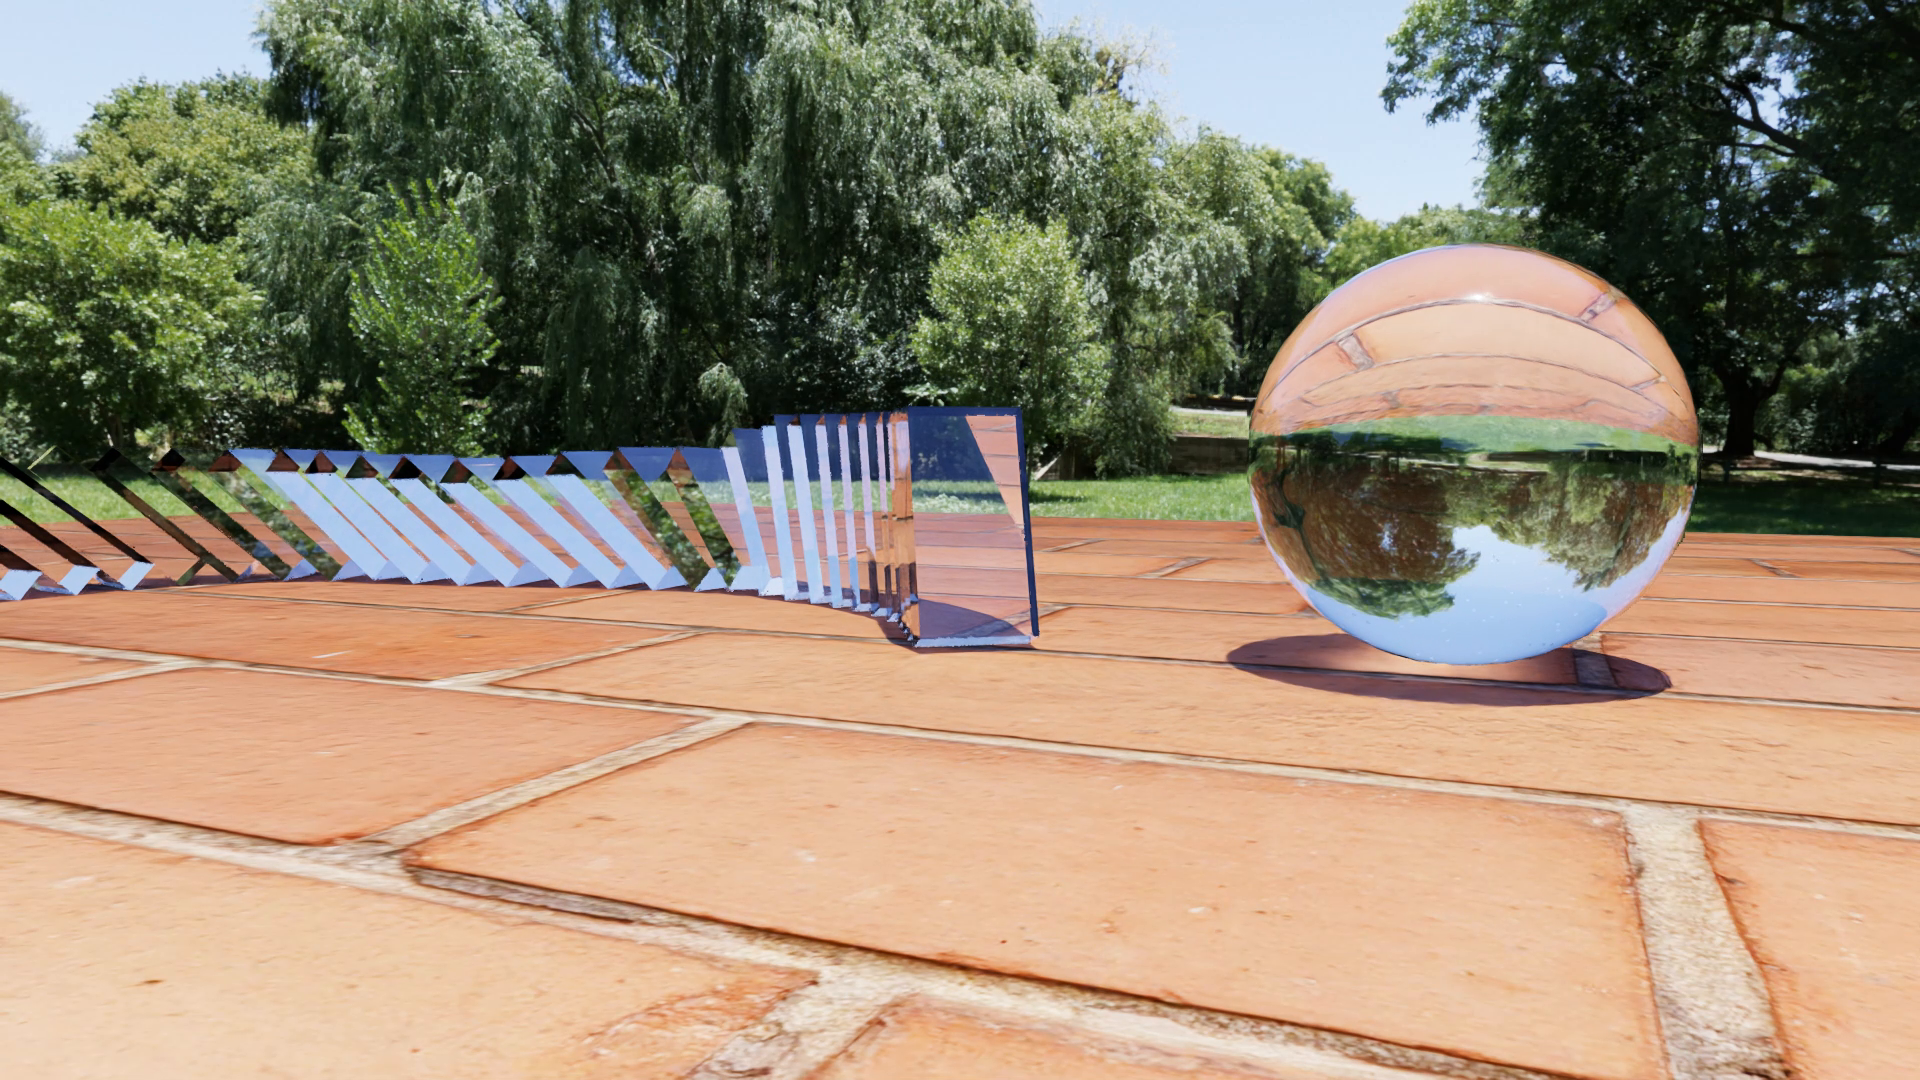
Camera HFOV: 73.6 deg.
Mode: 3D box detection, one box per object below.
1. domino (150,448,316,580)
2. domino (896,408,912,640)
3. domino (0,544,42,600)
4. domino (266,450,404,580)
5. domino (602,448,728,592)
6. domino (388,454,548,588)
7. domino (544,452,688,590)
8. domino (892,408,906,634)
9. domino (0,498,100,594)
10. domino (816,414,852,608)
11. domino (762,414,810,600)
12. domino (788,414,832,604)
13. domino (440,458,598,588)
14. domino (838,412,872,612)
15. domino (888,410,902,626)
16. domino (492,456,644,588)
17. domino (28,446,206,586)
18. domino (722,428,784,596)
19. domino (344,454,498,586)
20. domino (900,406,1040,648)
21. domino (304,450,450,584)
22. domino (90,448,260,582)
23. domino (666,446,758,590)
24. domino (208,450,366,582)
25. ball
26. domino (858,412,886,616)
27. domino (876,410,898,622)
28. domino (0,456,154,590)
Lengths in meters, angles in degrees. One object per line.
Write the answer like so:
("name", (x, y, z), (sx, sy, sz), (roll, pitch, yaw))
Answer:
("domino", (-0.225, -0.008, 0.404), (0.050, 0.009, 0.025), (42, -2, -7))
("domino", (0.000, -0.004, 0.283), (0.025, 0.050, 0.010), (-1, -14, -11))
("domino", (-0.274, -0.003, 0.338), (0.025, 0.009, 0.050), (2, -35, 25))
("domino", (-0.193, -0.009, 0.409), (0.050, 0.009, 0.025), (43, 10, 7))
("domino", (-0.083, -0.007, 0.385), (0.050, 0.010, 0.025), (49, 25, 19))
("domino", (-0.148, -0.007, 0.395), (0.050, 0.009, 0.025), (40, 11, 6))
("domino", (-0.099, -0.007, 0.388), (0.050, 0.009, 0.025), (44, 17, 12))
("domino", (-0.001, -0.005, 0.293), (0.025, 0.050, 0.010), (-1, -14, -11))
("domino", (-0.268, -0.004, 0.354), (0.025, 0.010, 0.050), (3, -37, 33))
("domino", (-0.023, -0.008, 0.340), (0.025, 0.050, 0.009), (-2, -14, -21))
("domino", (-0.039, -0.009, 0.356), (0.025, 0.050, 0.009), (-3, -13, -30))
("domino", (-0.031, -0.009, 0.349), (0.025, 0.050, 0.010), (-2, -13, -29))
("domino", (-0.132, -0.006, 0.394), (0.050, 0.009, 0.025), (39, 11, 7))
("domino", (-0.016, -0.008, 0.331), (0.025, 0.050, 0.009), (-1, -14, -17))
("domino", (-0.003, -0.005, 0.303), (0.025, 0.050, 0.009), (-1, -14, -11))
("domino", (-0.115, -0.006, 0.391), (0.050, 0.009, 0.025), (41, 14, 10))
("domino", (-0.251, -0.007, 0.383), (0.025, 0.010, 0.050), (6, -38, 53))
("domino", (-0.050, -0.009, 0.370), (0.025, 0.050, 0.009), (-1, -31, -33))
("domino", (-0.163, -0.007, 0.398), (0.050, 0.010, 0.025), (41, 11, 7))
("domino", (0.002, -0.003, 0.273), (0.025, 0.050, 0.009), (-1, -14, -11))
("domino", (-0.179, -0.008, 0.404), (0.050, 0.009, 0.025), (43, 11, 7))
("domino", (-0.240, -0.008, 0.396), (0.050, 0.010, 0.025), (44, -11, -16))
("domino", (-0.066, -0.007, 0.382), (0.025, 0.010, 0.050), (1, 45, -43))
("domino", (-0.209, -0.008, 0.407), (0.050, 0.010, 0.025), (42, 3, -2))
("ball", (0.096, -0.016, 0.245), (0.080, 0.080, 0.080), (0, 4, 0))
("domino", (-0.011, -0.007, 0.322), (0.025, 0.050, 0.009), (-1, -14, -16))
("domino", (-0.006, -0.006, 0.312), (0.025, 0.050, 0.010), (-1, -14, -12))
("domino", (-0.260, -0.005, 0.368), (0.025, 0.009, 0.050), (4, -36, 40))
